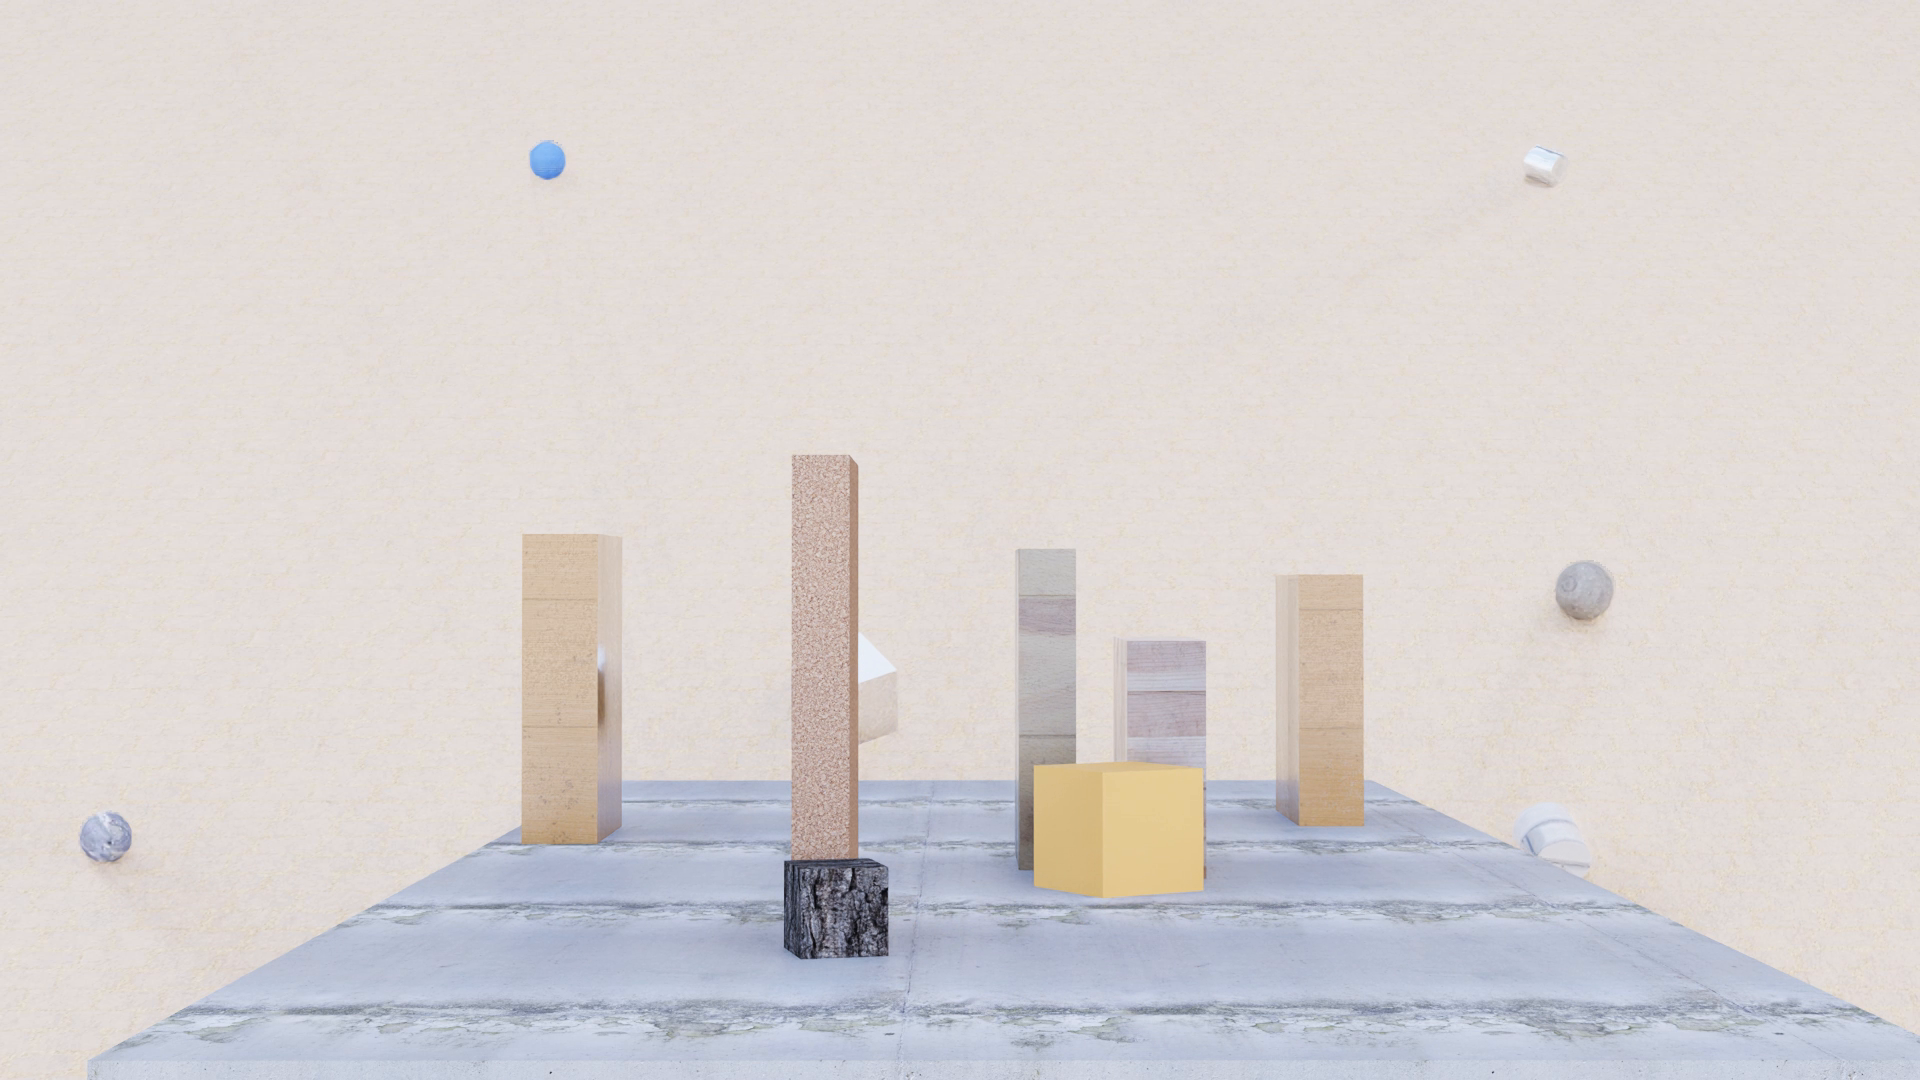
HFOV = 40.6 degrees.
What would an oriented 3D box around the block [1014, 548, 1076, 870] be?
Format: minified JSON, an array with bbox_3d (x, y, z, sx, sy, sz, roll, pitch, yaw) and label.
[{"bbox_3d":[0.155,0.304,4.766,0.102,0.571,0.319,0,-1,0],"label":"block"}]

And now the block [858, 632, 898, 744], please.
[{"bbox_3d":[-0.309,0.415,7.041,0.205,0.205,0.205,-18,37,-25],"label":"block"}]

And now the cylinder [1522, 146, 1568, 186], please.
[{"bbox_3d":[2.253,-1.440,9.984,0.121,0.121,0.121,28,42,36],"label":"cylinder"}]

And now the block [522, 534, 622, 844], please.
[{"bbox_3d":[-0.786,0.295,5.272,0.149,0.608,0.368,0,-1,0],"label":"block"}]

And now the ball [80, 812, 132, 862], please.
[{"bbox_3d":[-2.169,0.756,6.587,0.126,0.126,0.126,0,33,0],"label":"ball"}]

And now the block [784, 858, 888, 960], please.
[{"bbox_3d":[-0.172,0.507,3.575,0.121,0.121,0.121,0,-1,-15],"label":"block"}]

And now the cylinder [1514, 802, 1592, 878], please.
[{"bbox_3d":[1.493,0.770,6.539,0.156,0.156,0.156,-3,33,-5],"label":"cylinder"}]

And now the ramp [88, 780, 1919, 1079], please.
[{"bbox_3d":[0.073,0.639,4.751,2.000,0.100,4.000,0,-1,0],"label":"ramp"}]

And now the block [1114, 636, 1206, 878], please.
[{"bbox_3d":[0.356,0.382,4.664,0.137,0.410,0.387,0,-1,0],"label":"block"}]

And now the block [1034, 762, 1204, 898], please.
[{"bbox_3d":[0.264,0.480,4.329,0.202,0.202,0.202,1,-1,-32],"label":"block"}]

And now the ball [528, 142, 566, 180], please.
[{"bbox_3d":[-1.591,-1.463,10.000,0.141,0.141,0.141,0,33,0],"label":"ball"}]

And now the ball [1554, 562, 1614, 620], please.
[{"bbox_3d":[1.803,0.147,7.489,0.168,0.168,0.168,0,33,0],"label":"ball"}]

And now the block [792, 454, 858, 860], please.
[{"bbox_3d":[-0.196,0.227,3.812,0.082,0.689,0.330,0,-1,0],"label":"block"}]

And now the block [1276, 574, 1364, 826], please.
[{"bbox_3d":[0.780,0.341,5.649,0.136,0.529,0.398,0,-1,0],"label":"block"}]
